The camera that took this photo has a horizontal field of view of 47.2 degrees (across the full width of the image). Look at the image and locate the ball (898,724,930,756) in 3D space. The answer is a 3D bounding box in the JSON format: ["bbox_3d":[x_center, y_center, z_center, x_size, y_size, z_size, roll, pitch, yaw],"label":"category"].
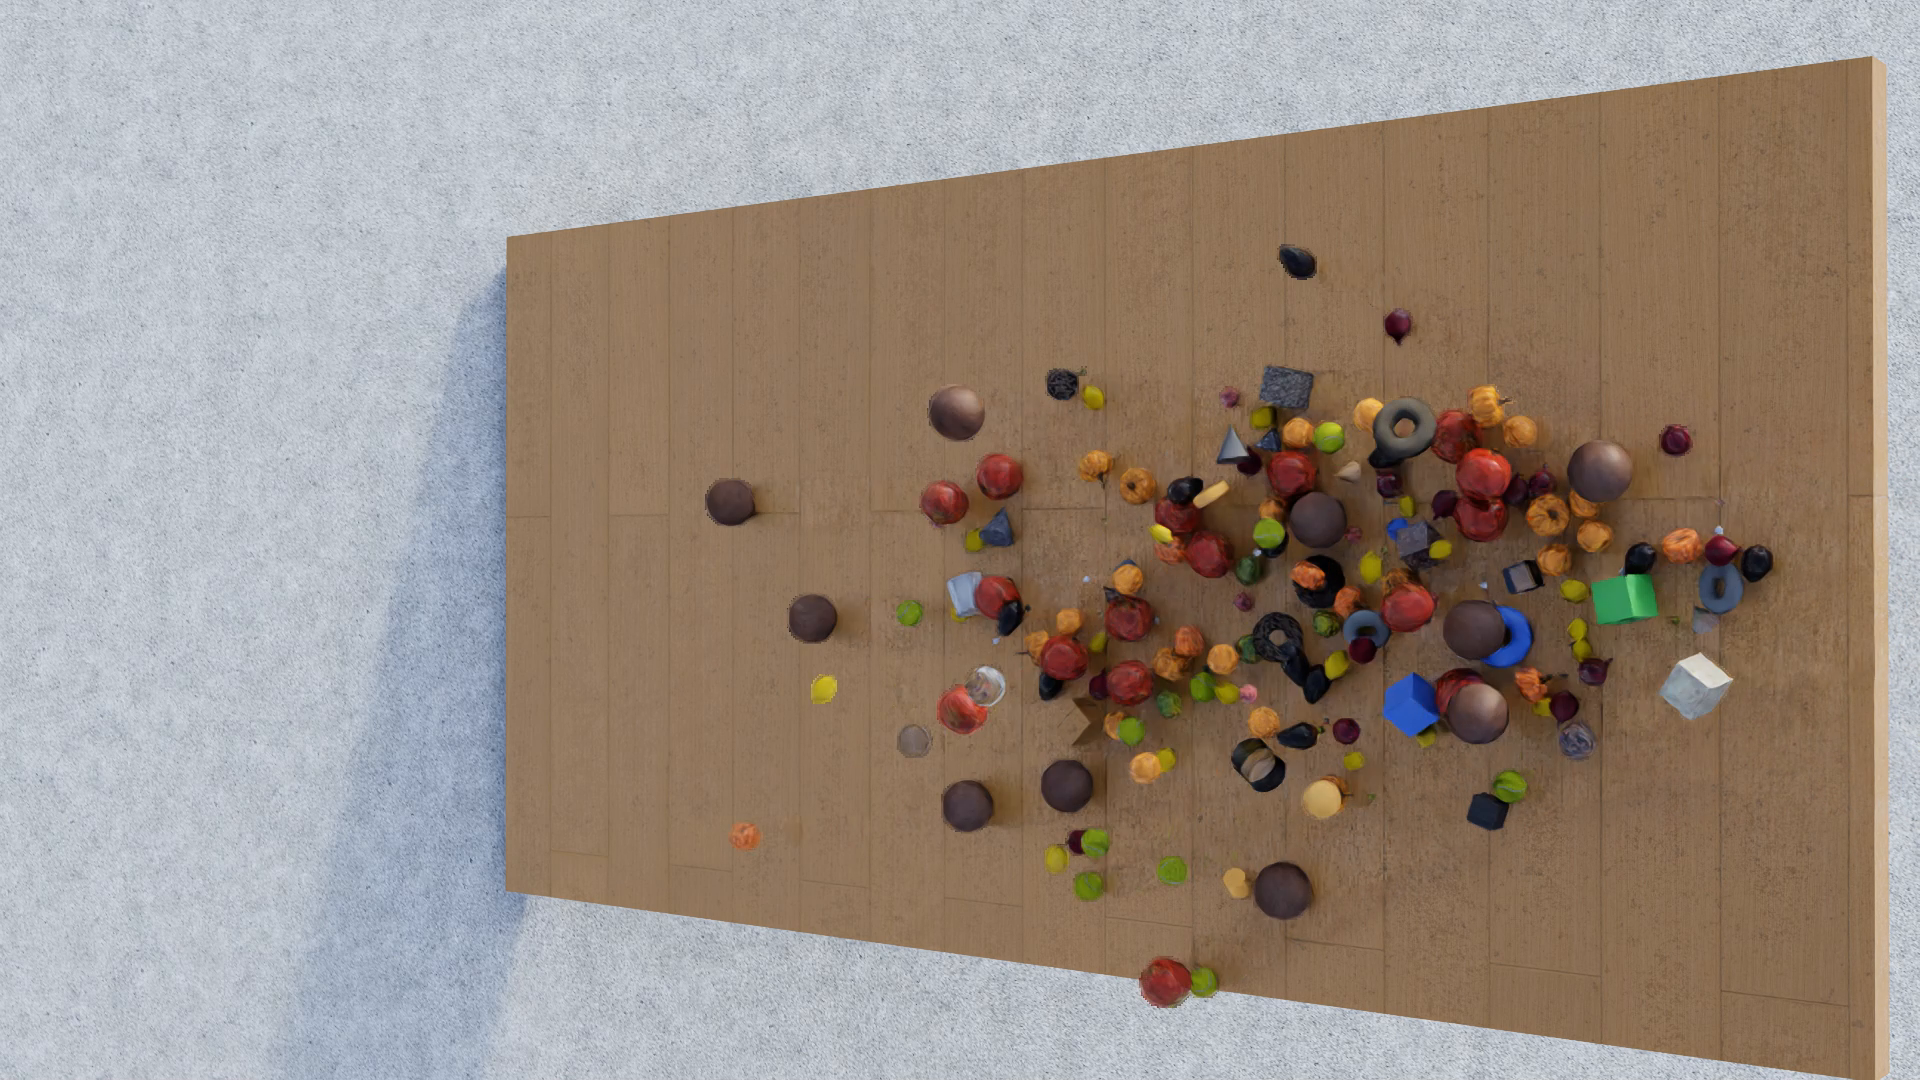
[{"bbox_3d":[-0.118,0.519,5.691,0.083,0.083,0.083,0,90,0],"label":"ball"}]

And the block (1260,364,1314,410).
[{"bbox_3d":[0.748,-0.350,5.030,0.082,0.082,0.082,17,100,36],"label":"block"}]

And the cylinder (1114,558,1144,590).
[{"bbox_3d":[0.407,0.081,5.298,0.053,0.053,0.053,-35,73,0],"label":"cylinder"}]

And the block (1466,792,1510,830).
[{"bbox_3d":[1.138,0.585,4.737,0.059,0.059,0.059,21,103,36],"label":"block"}]

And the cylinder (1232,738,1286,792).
[{"bbox_3d":[0.684,0.515,5.037,0.092,0.092,0.092,-8,115,-18],"label":"cylinder"}]

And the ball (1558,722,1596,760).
[{"bbox_3d":[1.294,0.422,4.608,0.077,0.077,0.077,0,90,0],"label":"ball"}]

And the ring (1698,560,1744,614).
[{"bbox_3d":[1.533,0.095,4.431,0.036,0.109,0.109,4,90,-25],"label":"ring"}]

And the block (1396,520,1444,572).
[{"bbox_3d":[1.007,0.015,4.809,0.072,0.072,0.072,-23,48,33],"label":"block"}]

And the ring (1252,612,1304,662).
[{"bbox_3d":[0.723,0.222,5.005,0.116,0.039,0.116,0,77,2],"label":"ring"}]

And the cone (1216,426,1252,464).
[{"bbox_3d":[0.625,-0.223,5.045,0.083,0.083,0.083,-5,79,0],"label":"cone"}]

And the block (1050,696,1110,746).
[{"bbox_3d":[0.293,0.443,5.375,0.082,0.082,0.082,-52,61,25],"label":"block"}]

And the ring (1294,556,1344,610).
[{"bbox_3d":[0.816,0.096,5.001,0.123,0.041,0.123,0,89,36],"label":"ring"}]

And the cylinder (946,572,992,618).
[{"bbox_3d":[0.023,0.138,5.580,0.090,0.090,0.090,-18,76,0],"label":"cylinder"}]

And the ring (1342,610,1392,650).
[{"bbox_3d":[0.905,0.201,4.893,0.106,0.035,0.106,6,125,8],"label":"ring"}]

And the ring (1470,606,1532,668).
[{"bbox_3d":[1.162,0.208,4.721,0.134,0.045,0.134,-5,80,28],"label":"ring"}]

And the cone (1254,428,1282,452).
[{"bbox_3d":[0.703,-0.222,5.068,0.061,0.061,0.061,-14,90,21],"label":"cone"}]

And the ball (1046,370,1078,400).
[{"bbox_3d":[0.252,-0.382,5.415,0.077,0.077,0.077,0,90,0],"label":"ball"}]

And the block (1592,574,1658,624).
[{"bbox_3d":[1.369,0.123,4.530,0.087,0.087,0.087,0,78,-37],"label":"block"}]

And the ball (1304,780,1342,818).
[{"bbox_3d":[0.790,0.565,4.794,0.083,0.083,0.083,0,90,0],"label":"ball"}]

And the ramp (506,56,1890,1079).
[{"bbox_3d":[0.226,0.064,5.544,4.000,0.100,2.000,0,89,38],"label":"ramp"}]

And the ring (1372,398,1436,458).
[{"bbox_3d":[0.945,-0.238,4.677,0.135,0.045,0.135,-6,74,22],"label":"ring"}]

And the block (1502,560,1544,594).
[{"bbox_3d":[1.201,0.080,4.692,0.056,0.056,0.056,-26,74,38],"label":"block"}]

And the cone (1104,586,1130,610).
[{"bbox_3d":[0.386,0.132,5.341,0.058,0.058,0.058,-18,90,9],"label":"cone"}]

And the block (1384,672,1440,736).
[{"bbox_3d":[0.989,0.360,4.811,0.084,0.084,0.084,38,129,-16],"label":"block"}]

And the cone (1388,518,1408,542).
[{"bbox_3d":[0.961,-0.024,4.882,0.054,0.054,0.054,0,89,38],"label":"cone"}]

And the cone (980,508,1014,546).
[{"bbox_3d":[0.102,-0.045,5.551,0.092,0.092,0.092,14,66,0],"label":"cone"}]

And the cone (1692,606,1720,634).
[{"bbox_3d":[1.506,0.151,4.478,0.058,0.058,0.058,-8,132,-9],"label":"cone"}]

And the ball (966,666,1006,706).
[{"bbox_3d":[0.054,0.307,4.611,0.084,0.084,0.084,0,90,0],"label":"ball"}]

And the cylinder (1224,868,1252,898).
[{"bbox_3d":[0.644,0.797,5.104,0.052,0.052,0.052,-33,132,0],"label":"cylinder"}]

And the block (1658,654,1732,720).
[{"bbox_3d":[1.462,0.292,4.373,0.084,0.084,0.084,46,132,32],"label":"block"}]

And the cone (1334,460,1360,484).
[{"bbox_3d":[0.863,-0.148,4.942,0.056,0.056,0.056,-9,90,-15],"label":"cone"}]
